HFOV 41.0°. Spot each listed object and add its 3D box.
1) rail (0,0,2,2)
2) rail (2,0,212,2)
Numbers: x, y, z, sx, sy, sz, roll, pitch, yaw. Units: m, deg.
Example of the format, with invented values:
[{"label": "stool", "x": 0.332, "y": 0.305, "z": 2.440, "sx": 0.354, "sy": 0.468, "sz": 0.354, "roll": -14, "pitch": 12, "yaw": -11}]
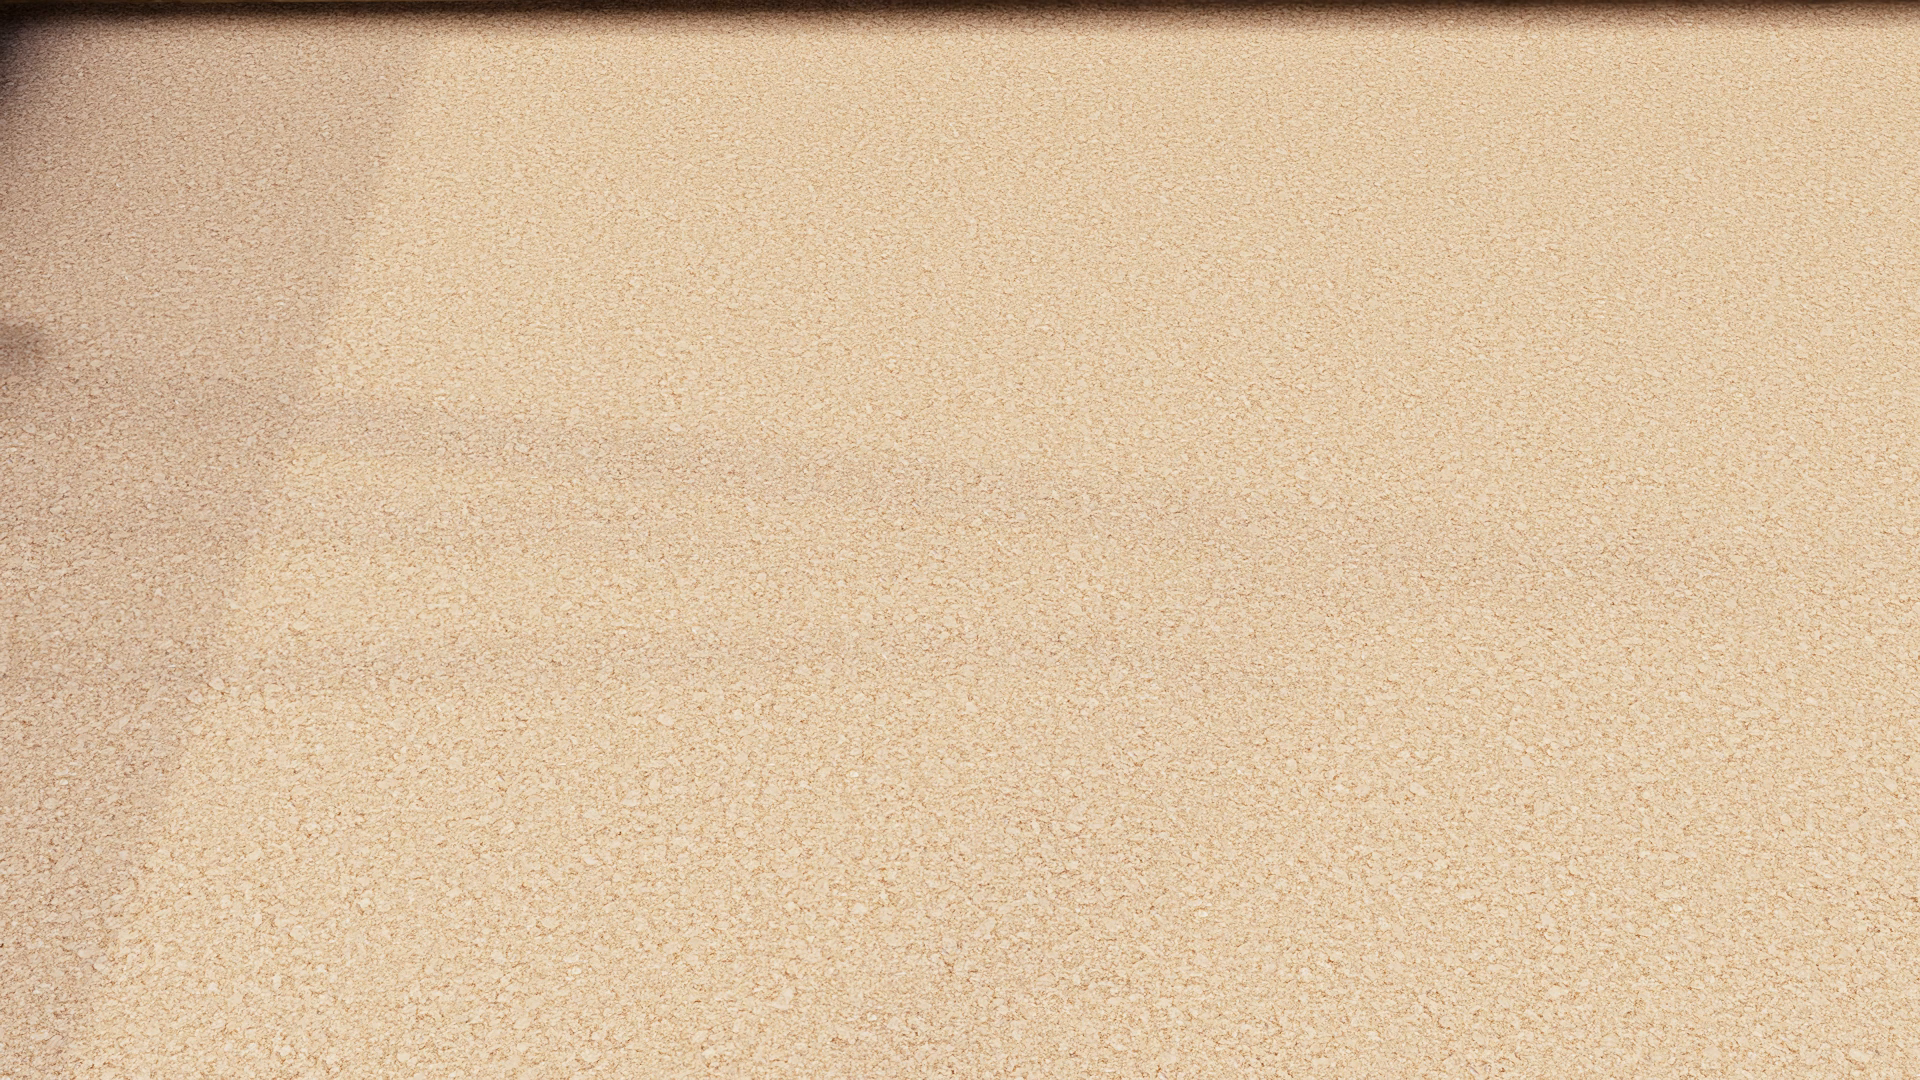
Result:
[{"label": "rail", "x": -0.856, "y": -0.011, "z": 1.631, "sx": 0.045, "sy": 0.103, "sz": 1.797, "roll": -1, "pitch": 36, "yaw": -1}, {"label": "rail", "x": 0.866, "y": -0.544, "z": 2.358, "sx": 3.520, "sy": 0.103, "sz": 0.045, "roll": -1, "pitch": 36, "yaw": -1}]
